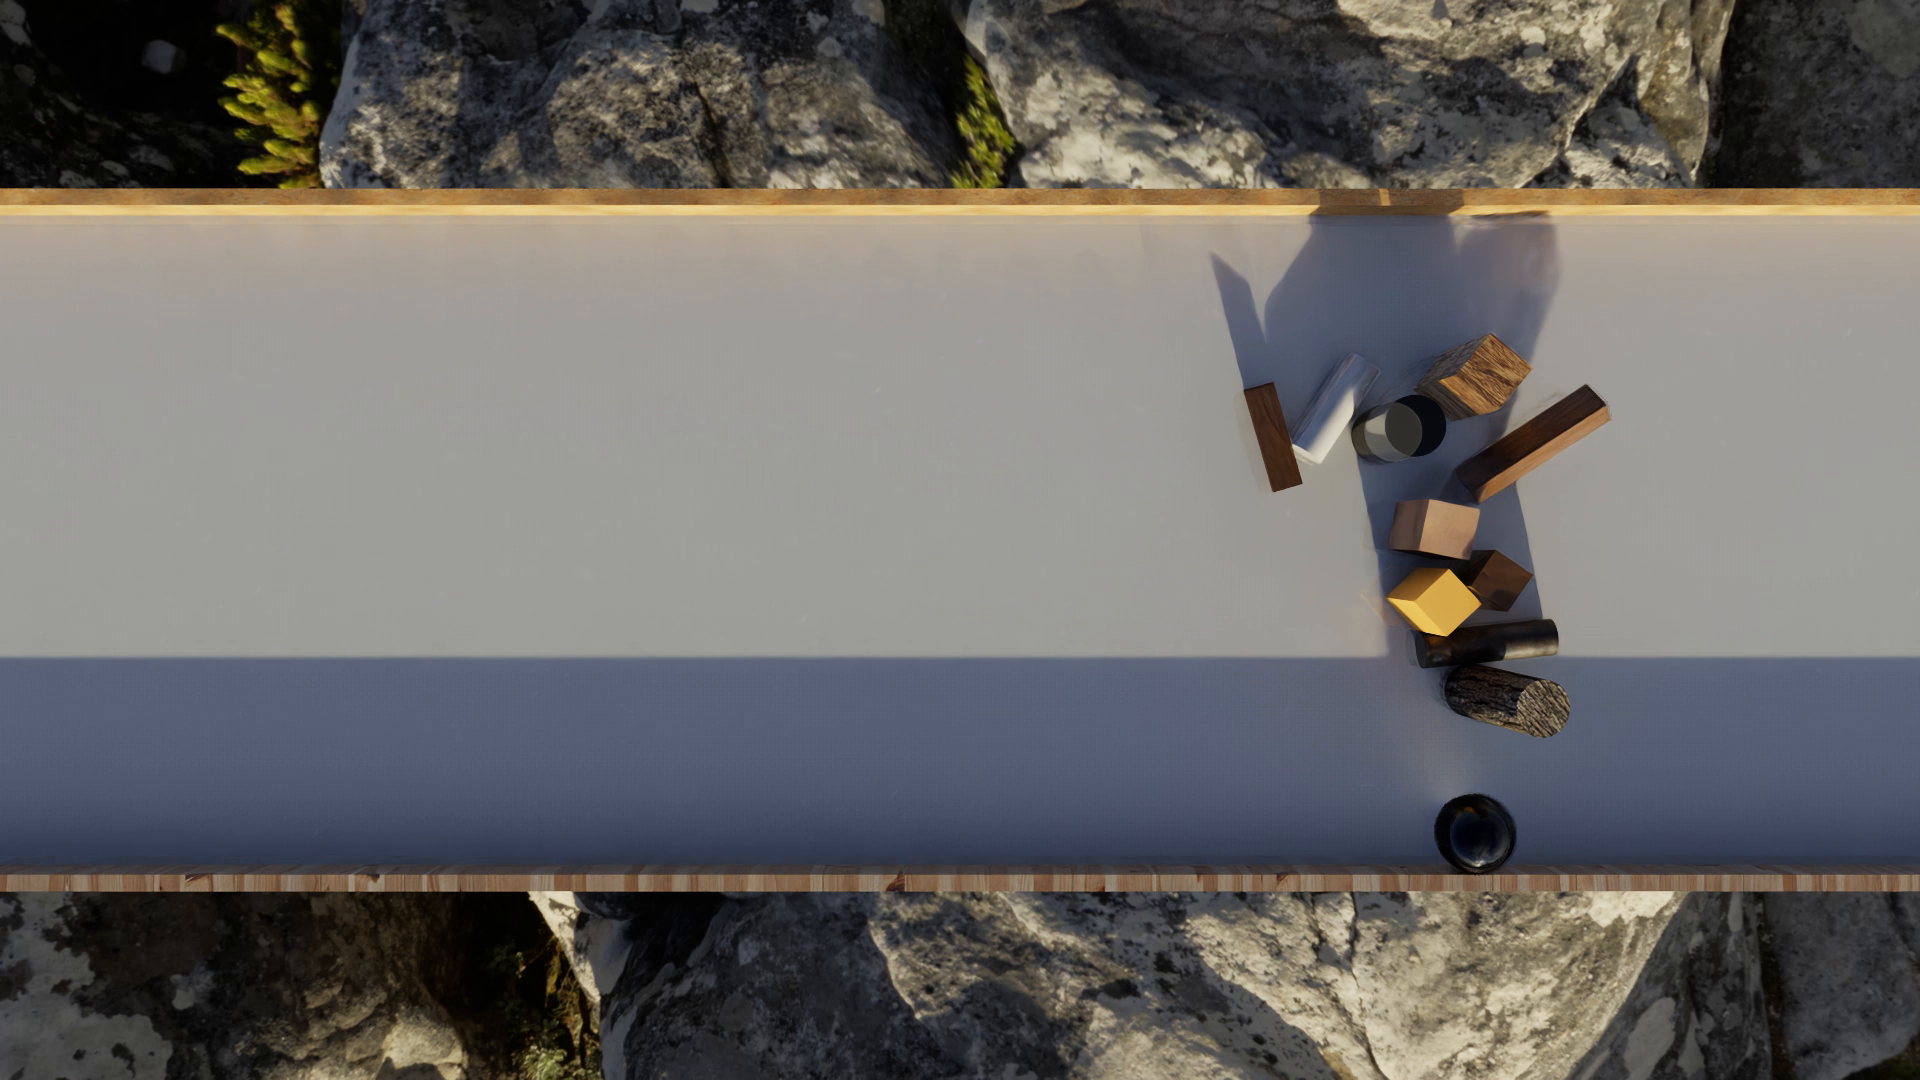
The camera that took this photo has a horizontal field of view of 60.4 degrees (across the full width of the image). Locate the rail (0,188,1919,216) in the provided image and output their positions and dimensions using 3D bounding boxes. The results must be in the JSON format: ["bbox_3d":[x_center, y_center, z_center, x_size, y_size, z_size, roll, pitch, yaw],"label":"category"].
[{"bbox_3d":[-2.247,-1.025,5.002,12.000,0.150,0.050,0,90,0],"label":"rail"}]

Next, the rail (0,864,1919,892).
[{"bbox_3d":[-2.247,1.025,5.001,12.000,0.150,0.050,0,90,0],"label":"rail"}]

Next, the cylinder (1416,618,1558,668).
[{"bbox_3d":[1.602,0.316,5.021,0.402,0.112,0.112,-6,90,0],"label":"cylinder"}]

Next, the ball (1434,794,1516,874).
[{"bbox_3d":[1.548,0.882,4.958,0.236,0.236,0.236,0,90,0],"label":"ball"}]

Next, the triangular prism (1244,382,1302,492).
[{"bbox_3d":[0.931,-0.306,5.008,0.104,0.090,0.322,-16,90,44],"label":"triangular prism"}]

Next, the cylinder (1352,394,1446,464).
[{"bbox_3d":[1.299,-0.324,4.900,0.179,0.345,0.179,0,89,-2],"label":"cylinder"}]

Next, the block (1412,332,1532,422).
[{"bbox_3d":[1.503,-0.474,4.856,0.155,0.441,0.155,40,90,0],"label":"block"}]

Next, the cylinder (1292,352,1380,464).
[{"bbox_3d":[1.142,-0.400,5.021,0.111,0.111,0.330,33,90,0],"label":"cylinder"}]

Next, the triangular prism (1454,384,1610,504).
[{"bbox_3d":[1.728,-0.281,4.964,0.458,0.111,0.128,-35,90,14],"label":"triangular prism"}]

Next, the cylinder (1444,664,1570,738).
[{"bbox_3d":[1.603,0.468,4.853,0.165,0.422,0.165,0,92,-11],"label":"cylinder"}]

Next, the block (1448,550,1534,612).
[{"bbox_3d":[1.547,0.119,4.887,0.128,0.377,0.128,35,90,1],"label":"block"}]

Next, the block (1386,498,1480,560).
[{"bbox_3d":[1.402,-0.030,4.900,0.149,0.353,0.149,12,90,0],"label":"block"}]

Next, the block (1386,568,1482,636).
[{"bbox_3d":[1.405,0.181,4.912,0.138,0.329,0.138,-43,90,0],"label":"block"}]
